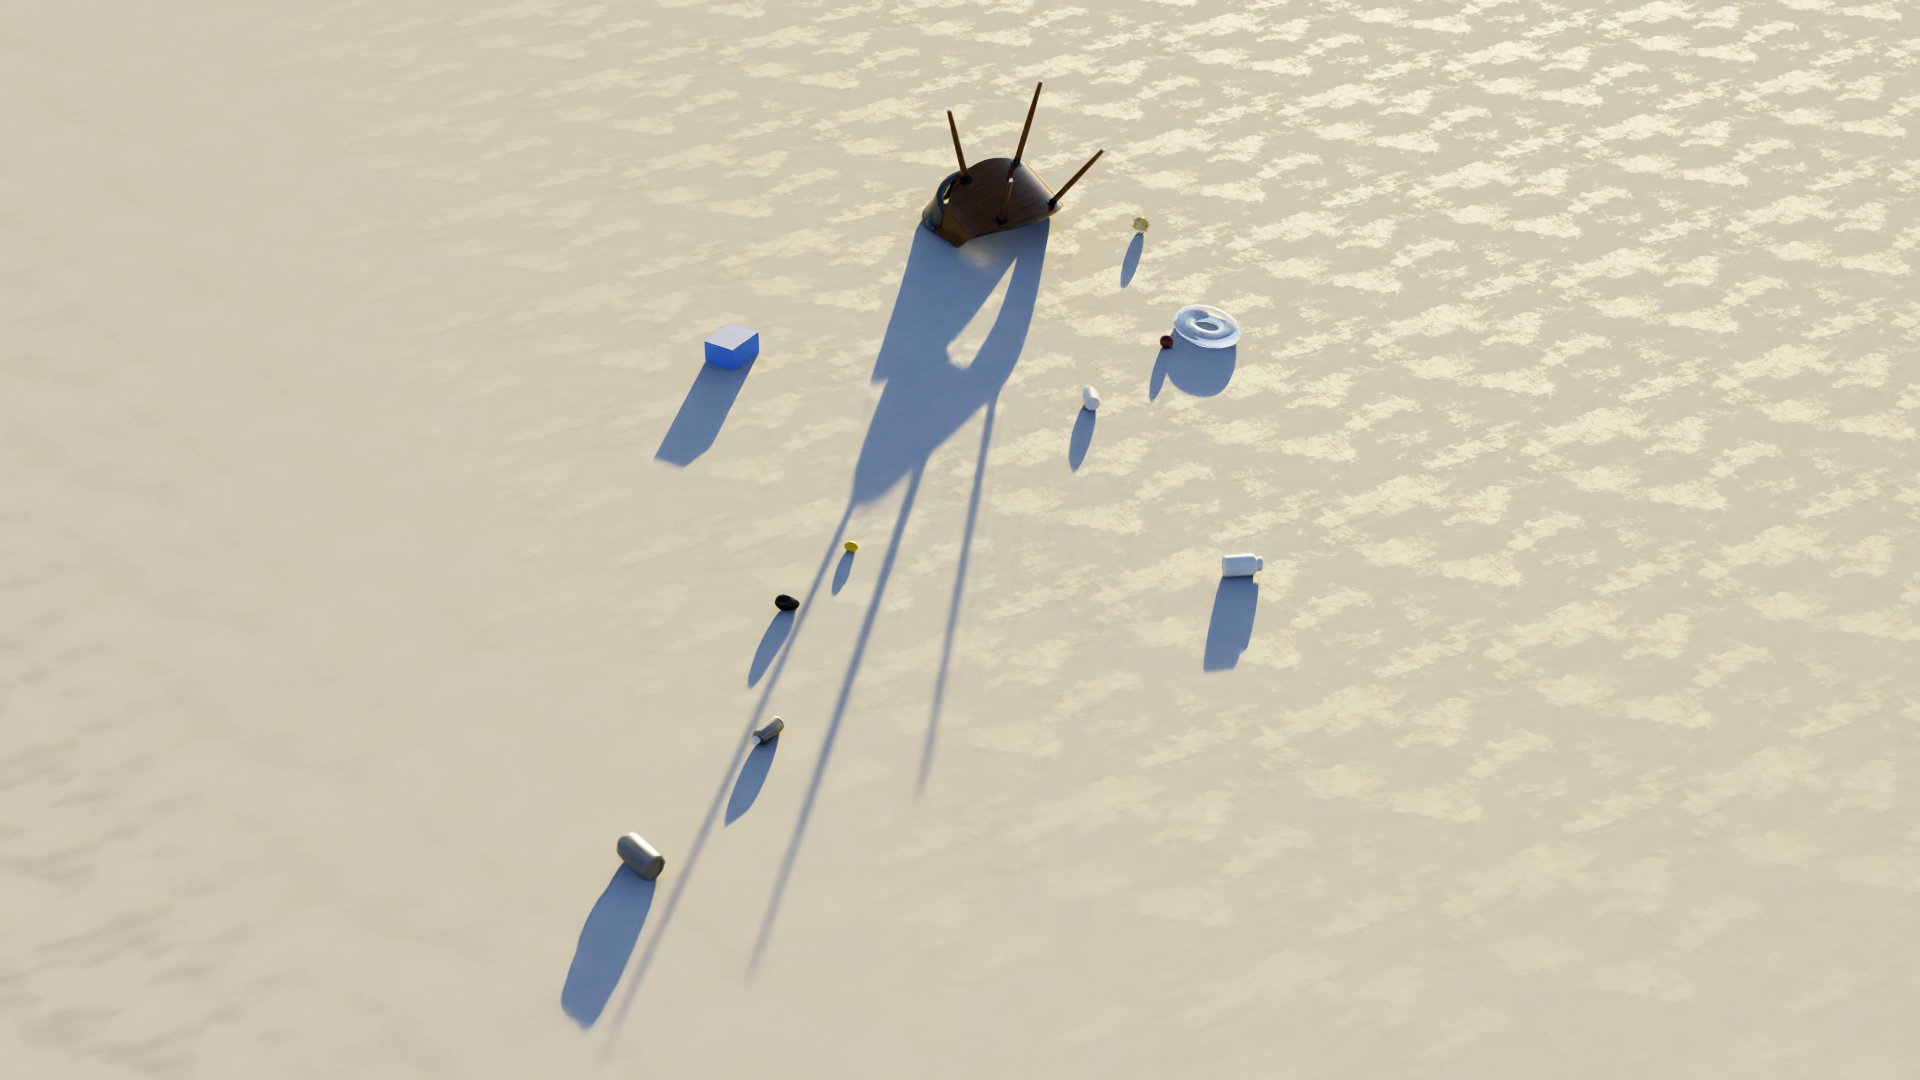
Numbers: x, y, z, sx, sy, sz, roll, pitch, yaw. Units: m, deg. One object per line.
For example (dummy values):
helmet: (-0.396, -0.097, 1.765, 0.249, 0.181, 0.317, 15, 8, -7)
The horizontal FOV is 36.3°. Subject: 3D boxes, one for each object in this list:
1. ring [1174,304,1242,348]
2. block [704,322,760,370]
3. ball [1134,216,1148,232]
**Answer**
ring: (1.033, -0.894, 12.253, 0.258, 0.053, 0.363, -15, 36, -20)
block: (-0.939, -0.796, 12.065, 0.143, 0.096, 0.181, 19, 38, 27)
ball: (0.803, -1.400, 13.008, 0.067, 0.067, 0.067, 0, 33, 0)
